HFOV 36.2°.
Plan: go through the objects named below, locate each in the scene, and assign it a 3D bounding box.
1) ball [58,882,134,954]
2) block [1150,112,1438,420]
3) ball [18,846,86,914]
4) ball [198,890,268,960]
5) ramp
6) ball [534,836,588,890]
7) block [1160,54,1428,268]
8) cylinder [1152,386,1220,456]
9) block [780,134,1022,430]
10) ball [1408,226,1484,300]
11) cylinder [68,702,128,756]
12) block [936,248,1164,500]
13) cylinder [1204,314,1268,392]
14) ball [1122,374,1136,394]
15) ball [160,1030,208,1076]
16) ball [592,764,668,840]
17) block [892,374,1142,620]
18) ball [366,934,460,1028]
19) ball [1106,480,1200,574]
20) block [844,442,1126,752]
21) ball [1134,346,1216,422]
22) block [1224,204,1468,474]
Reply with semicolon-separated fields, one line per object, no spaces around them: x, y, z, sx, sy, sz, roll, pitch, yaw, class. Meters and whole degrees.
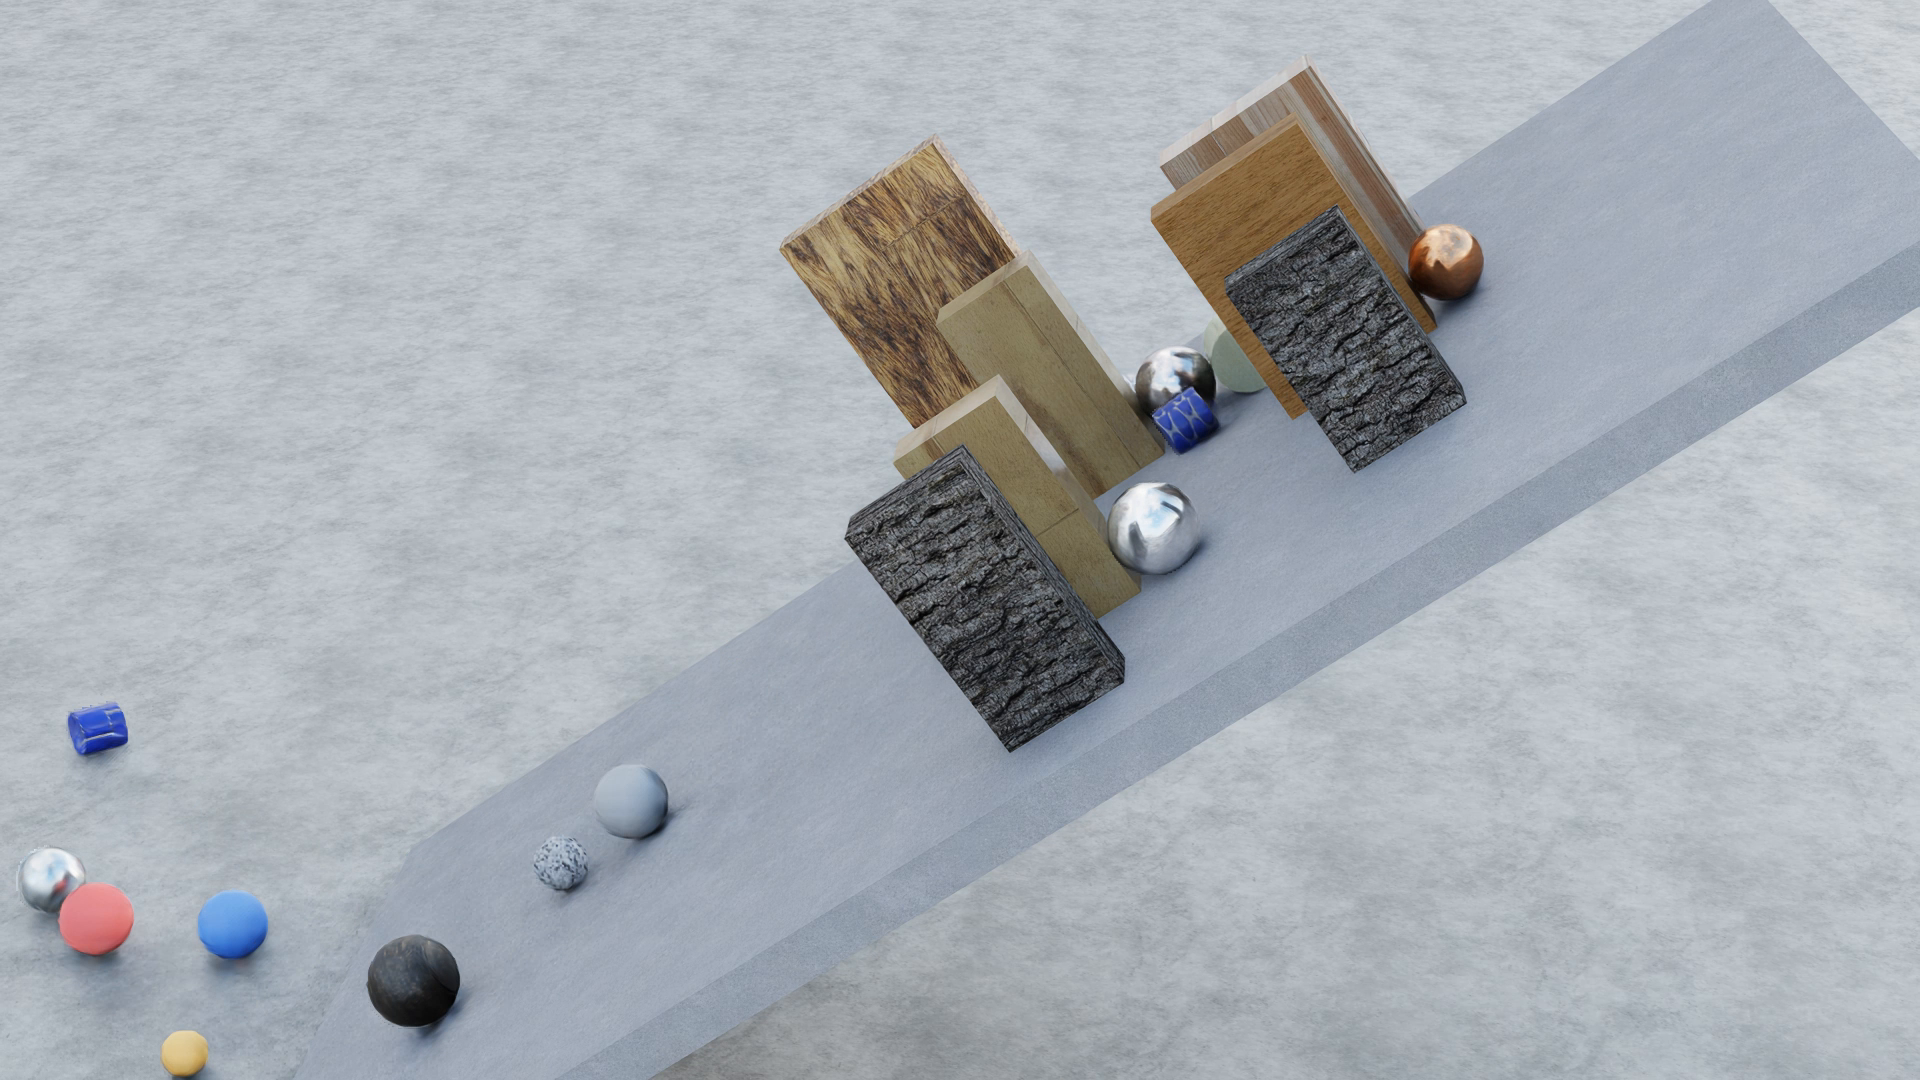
-2.170;0.951;7.390;0.181;0.181;0.181;0;22;0;ball
0.687;-0.561;6.054;0.355;0.521;0.106;-33;16;15;block
-2.343;0.877;7.590;0.170;0.170;0.170;0;22;0;ball
-1.822;0.963;7.371;0.173;0.173;0.173;0;22;0;ball
0.134;0.175;6.310;4.000;0.100;2.000;-33;16;15;ramp
-0.891;0.721;6.567;0.123;0.123;0.123;0;22;0;ball
0.746;-0.753;6.521;0.393;0.498;0.129;-33;16;15;block
0.492;-0.259;6.391;0.107;0.107;0.107;-36;24;3;cylinder
-0.010;-0.510;6.946;0.445;0.784;0.099;-33;16;15;block
1.003;-0.572;6.077;0.156;0.156;0.156;0;22;0;ball
-2.485;0.544;8.480;0.126;0.126;0.126;-15;26;-33;cylinder
0.203;-0.351;6.499;0.243;0.527;0.126;-33;16;15;block
0.623;-0.421;6.475;0.158;0.158;0.158;-1;18;-2;cylinder
0.390;-0.315;6.738;0.129;0.129;0.129;0;22;0;ball
-1.810;1.198;6.867;0.108;0.108;0.108;0;22;0;ball
-0.731;0.581;6.536;0.168;0.168;0.168;0;22;0;ball
0.118;-0.048;5.861;0.247;0.499;0.132;-33;16;15;block
-1.188;0.958;6.390;0.199;0.199;0.199;0;22;0;ball
0.382;-0.025;5.809;0.183;0.183;0.183;0;22;0;ball
0.050;0.111;5.497;0.262;0.526;0.114;-33;16;15;block
0.478;-0.340;6.513;0.182;0.182;0.182;0;22;0;ball
0.732;-0.379;5.582;0.254;0.438;0.103;-33;16;15;block
